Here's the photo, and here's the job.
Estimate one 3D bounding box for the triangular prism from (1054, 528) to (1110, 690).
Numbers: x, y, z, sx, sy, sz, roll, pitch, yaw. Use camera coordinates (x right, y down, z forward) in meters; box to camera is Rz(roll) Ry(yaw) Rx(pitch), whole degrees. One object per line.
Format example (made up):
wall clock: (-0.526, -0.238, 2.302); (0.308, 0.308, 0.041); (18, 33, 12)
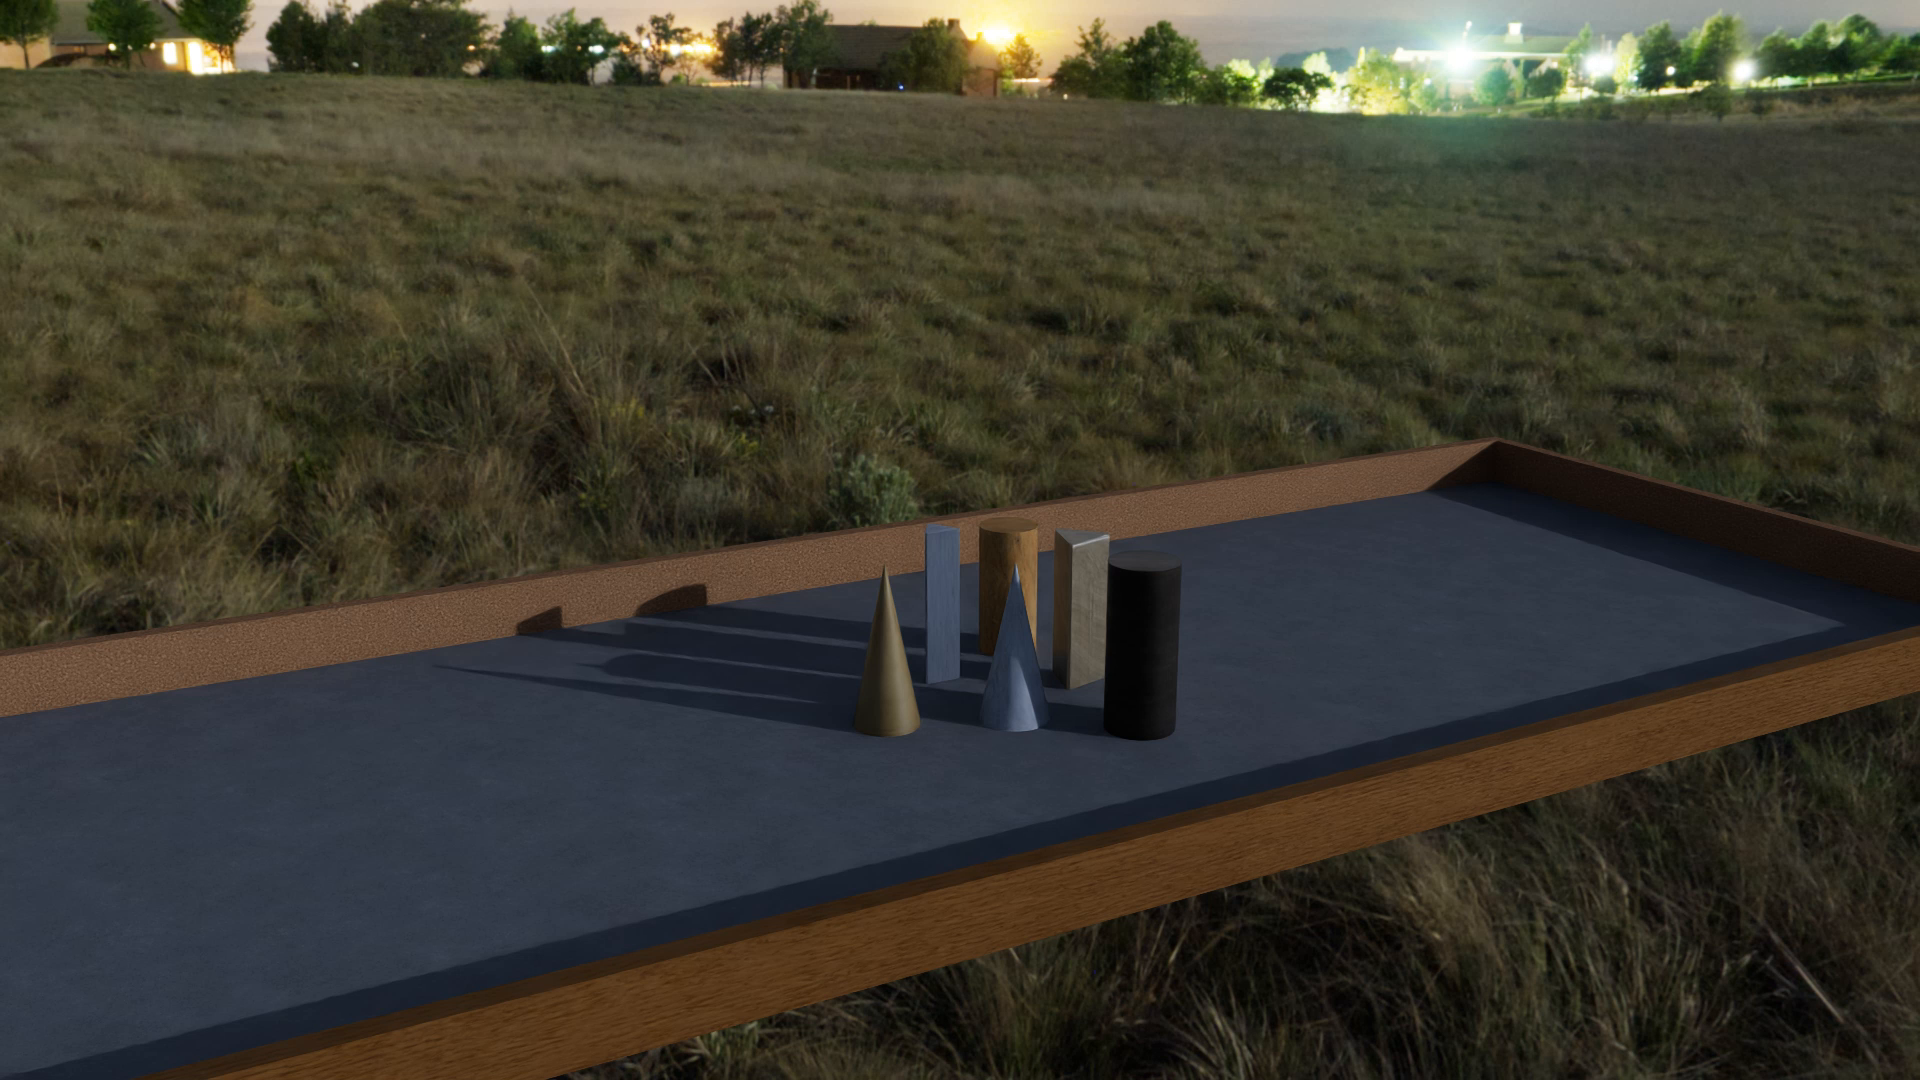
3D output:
triangular prism: (0.278, 0.165, 4.122); (0.136, 0.378, 0.118); (-15, 22, -41)

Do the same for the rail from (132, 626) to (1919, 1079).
rail: (-2.336, 1.006, 1.665); (12.000, 0.150, 0.050); (-9, 18, -27)

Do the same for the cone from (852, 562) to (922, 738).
cone: (-0.172, 0.240, 3.828); (0.162, 0.400, 0.162); (0, 16, 0)

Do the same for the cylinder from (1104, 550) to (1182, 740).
cylinder: (0.420, 0.242, 3.810); (0.168, 0.407, 0.168); (0, 16, 0)

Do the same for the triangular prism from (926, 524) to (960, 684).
triangular prism: (-0.060, 0.156, 4.128); (0.093, 0.392, 0.080); (-8, 18, -26)

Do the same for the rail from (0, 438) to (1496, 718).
rail: (-3.305, 0.497, 3.399); (12.000, 0.150, 0.050); (-9, 18, -27)

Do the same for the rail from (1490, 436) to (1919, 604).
rail: (2.466, -0.048, 5.253); (0.050, 0.150, 2.100); (-9, 18, -27)

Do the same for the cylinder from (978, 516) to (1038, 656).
cylinder: (0.126, 0.123, 4.335); (0.153, 0.339, 0.153); (0, 16, 0)

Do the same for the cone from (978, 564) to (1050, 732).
cone: (0.129, 0.236, 3.864); (0.169, 0.388, 0.169); (0, 16, 0)
